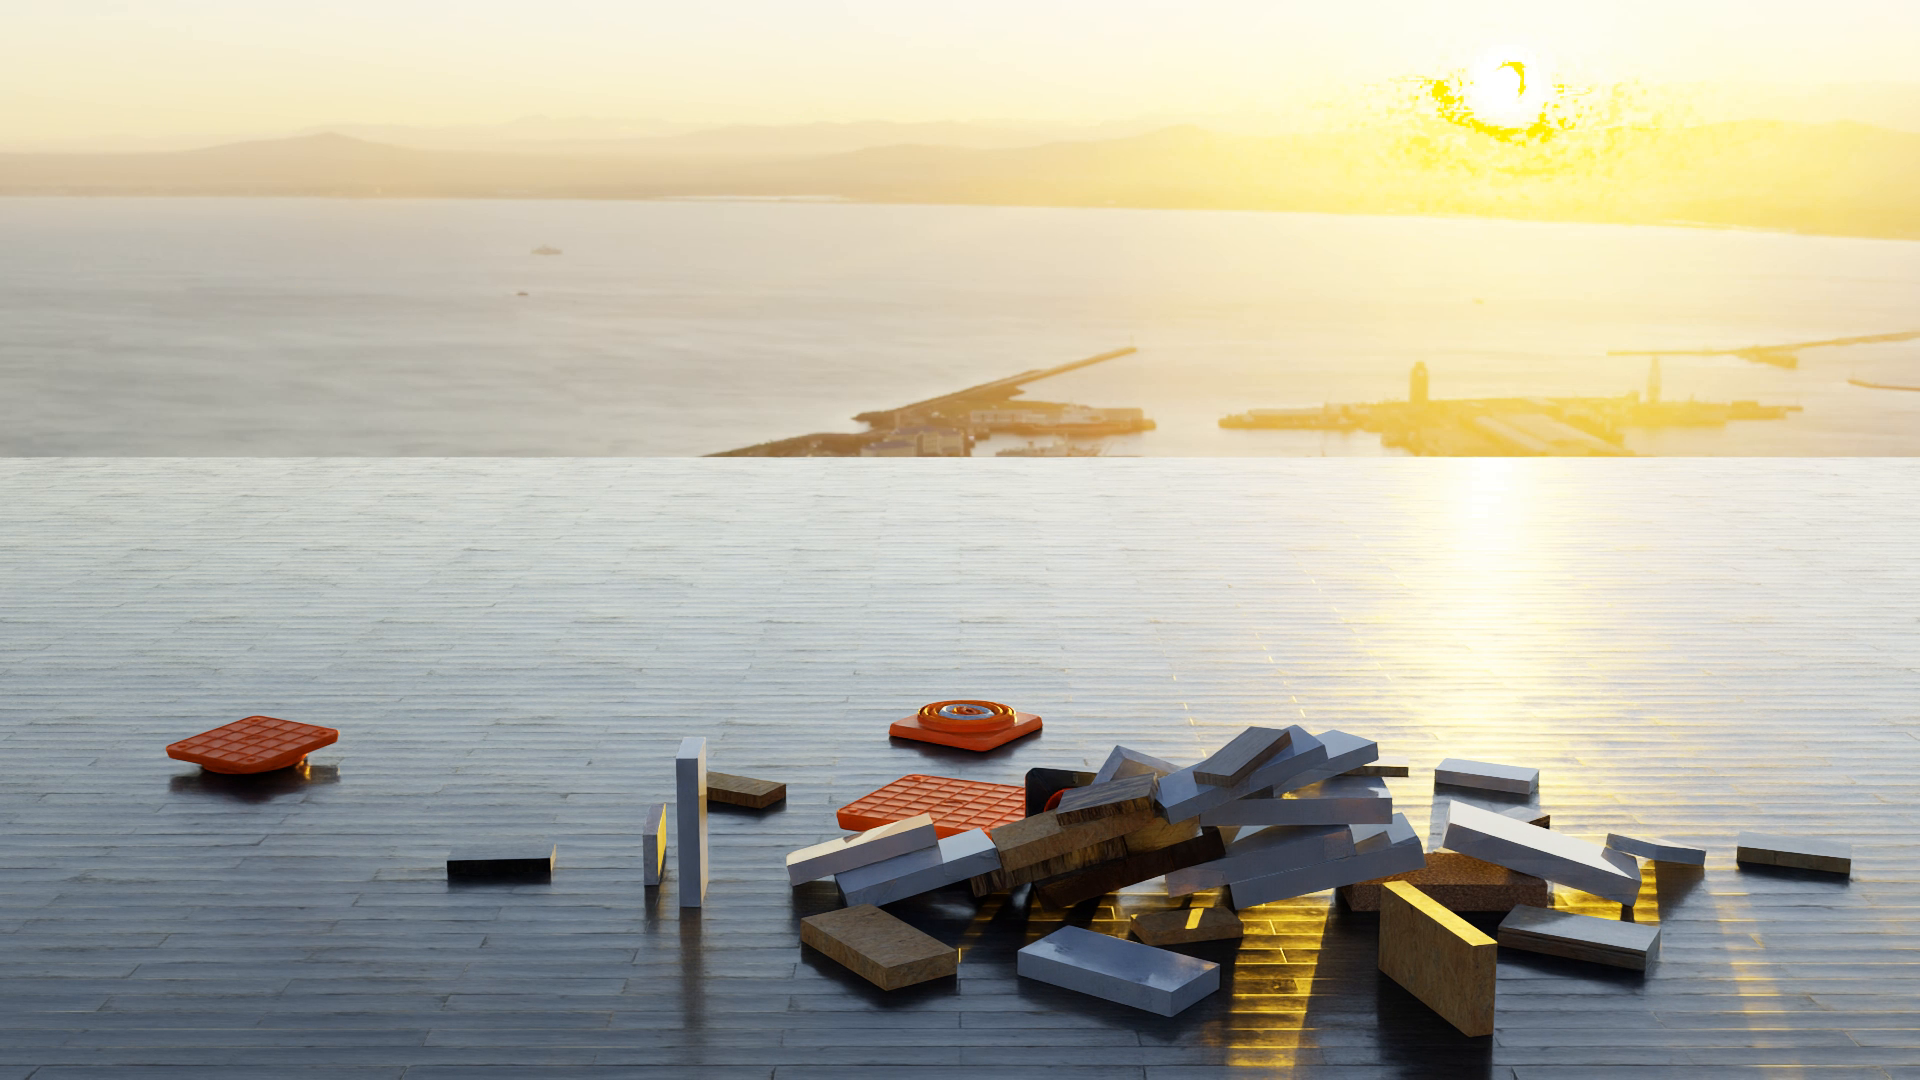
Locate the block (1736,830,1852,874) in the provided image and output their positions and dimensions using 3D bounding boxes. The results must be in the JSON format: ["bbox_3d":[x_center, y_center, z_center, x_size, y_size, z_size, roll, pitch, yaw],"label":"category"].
[{"bbox_3d":[1.457,0.545,3.842,0.185,0.026,0.092,4,11,21],"label":"block"}]

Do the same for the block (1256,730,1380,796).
[{"bbox_3d":[0.578,0.373,3.689,0.225,0.032,0.112,-15,14,-28],"label":"block"}]

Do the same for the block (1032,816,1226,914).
[{"bbox_3d":[0.271,0.526,3.643,0.311,0.044,0.156,-17,10,-3],"label":"block"}]

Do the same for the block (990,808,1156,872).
[{"bbox_3d":[0.184,0.473,3.628,0.258,0.037,0.129,-17,10,-4],"label":"block"}]

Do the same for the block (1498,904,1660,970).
[{"bbox_3d":[0.965,0.618,3.429,0.225,0.032,0.113,6,12,28],"label":"block"}]

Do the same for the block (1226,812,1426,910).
[{"bbox_3d":[0.599,0.532,3.657,0.318,0.045,0.159,-13,10,3],"label":"block"}]

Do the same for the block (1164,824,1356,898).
[{"bbox_3d":[0.489,0.513,3.656,0.311,0.044,0.156,-14,10,2],"label":"block"}]

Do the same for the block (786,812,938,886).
[{"bbox_3d":[-0.166,0.521,3.714,0.252,0.036,0.126,-16,2,-4],"label":"block"}]

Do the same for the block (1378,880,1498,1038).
[{"bbox_3d":[0.693,0.607,3.208,0.038,0.135,0.271,-3,11,-17],"label":"block"}]

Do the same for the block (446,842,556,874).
[{"bbox_3d":[-0.793,0.551,3.811,0.176,0.025,0.088,-1,11,-4],"label":"block"}]

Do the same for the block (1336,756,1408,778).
[{"bbox_3d":[0.692,0.383,3.731,0.136,0.019,0.068,0,9,11],"label":"block"}]

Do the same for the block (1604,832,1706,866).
[{"bbox_3d":[1.196,0.531,3.777,0.092,0.026,0.184,11,-1,45],"label":"block"}]

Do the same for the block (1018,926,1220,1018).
[{"bbox_3d":[0.236,0.642,3.286,0.271,0.038,0.135,8,13,36],"label":"block"}]

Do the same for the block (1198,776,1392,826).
[{"bbox_3d":[0.551,0.431,3.658,0.311,0.044,0.156,-1,9,3],"label":"block"}]

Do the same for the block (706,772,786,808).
[{"bbox_3d":[-0.430,0.477,4.207,0.175,0.025,0.088,6,12,28],"label":"block"}]

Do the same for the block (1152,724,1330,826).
[{"bbox_3d":[0.450,0.383,3.605,0.286,0.032,0.112,-20,17,-11],"label":"block"}]

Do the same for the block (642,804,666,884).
[{"bbox_3d":[-0.526,0.523,3.791,0.025,0.088,0.176,-1,11,-3],"label":"block"}]

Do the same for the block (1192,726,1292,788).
[{"bbox_3d":[0.462,0.354,3.592,0.080,0.023,0.160,2,25,47],"label":"block"}]

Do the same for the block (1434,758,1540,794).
[{"bbox_3d":[1.030,0.460,4.297,0.185,0.026,0.092,5,12,26],"label":"block"}]

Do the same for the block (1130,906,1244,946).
[{"bbox_3d":[0.360,0.612,3.488,0.160,0.023,0.080,-3,11,-15],"label":"block"}]

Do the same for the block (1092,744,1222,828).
[{"bbox_3d":[0.347,0.451,3.770,0.271,0.135,0.038,21,21,-29],"label":"block"}]

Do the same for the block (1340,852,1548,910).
[{"bbox_3d":[0.798,0.568,3.662,0.318,0.045,0.159,0,11,0],"label":"block"}]

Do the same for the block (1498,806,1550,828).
[{"bbox_3d":[1.008,0.516,4.014,0.136,0.019,0.068,-9,14,-40],"label":"block"}]

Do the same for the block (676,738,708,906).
[{"bbox_3d":[-0.444,0.466,3.647,0.036,0.252,0.126,0,11,-1],"label":"block"}]

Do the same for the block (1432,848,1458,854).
[{"bbox_3d":[0.895,0.546,3.854,0.136,0.019,0.068,-10,15,-43],"label":"block"}]

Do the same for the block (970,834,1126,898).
[{"bbox_3d":[0.144,0.520,3.651,0.258,0.037,0.129,-16,10,3],"label":"block"}]

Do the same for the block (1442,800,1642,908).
[{"bbox_3d":[0.970,0.522,3.680,0.318,0.045,0.159,17,10,11],"label":"block"}]

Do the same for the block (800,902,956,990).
[{"bbox_3d":[-0.127,0.624,3.387,0.126,0.036,0.252,-7,13,-33],"label":"block"}]

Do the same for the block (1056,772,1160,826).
[{"bbox_3d":[0.242,0.424,3.596,0.160,0.023,0.080,-14,19,20],"label":"block"}]

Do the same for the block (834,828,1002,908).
[{"bbox_3d":[-0.072,0.545,3.627,0.258,0.037,0.129,-16,10,-9],"label":"block"}]
